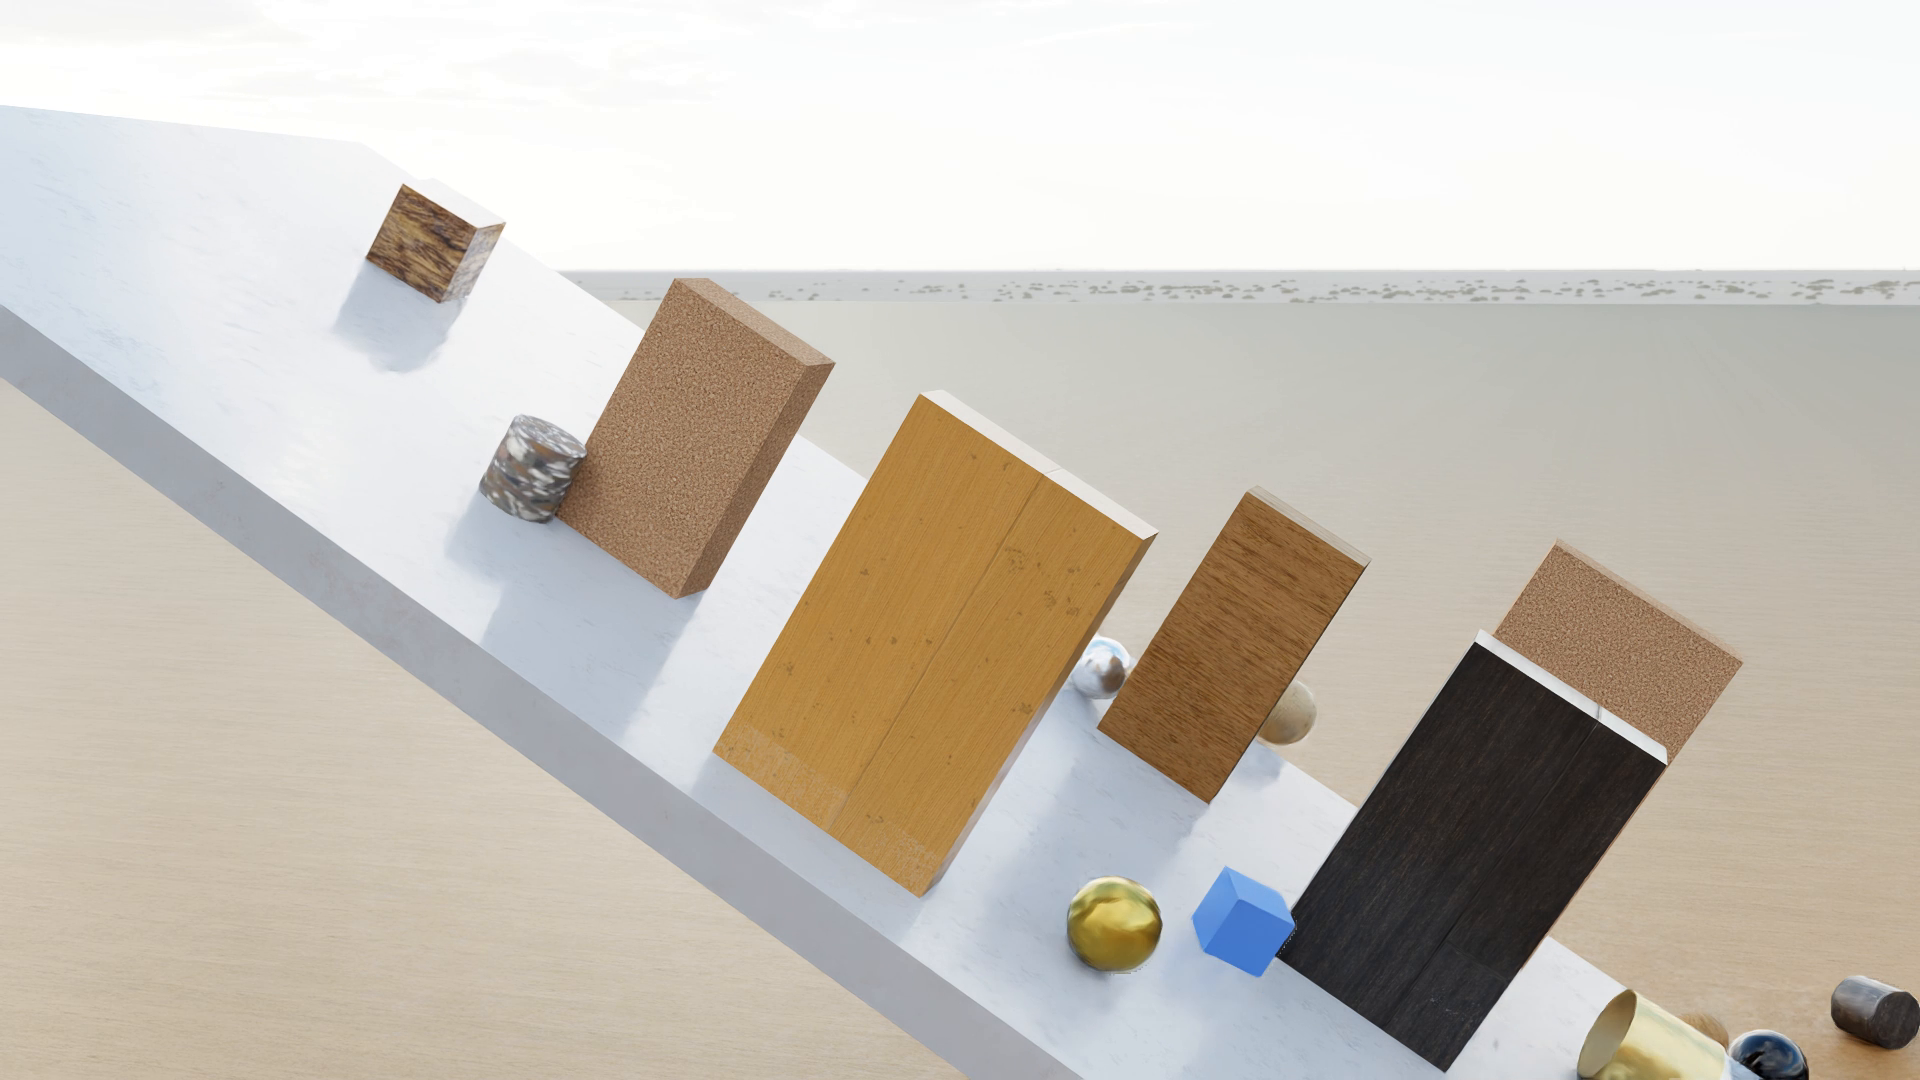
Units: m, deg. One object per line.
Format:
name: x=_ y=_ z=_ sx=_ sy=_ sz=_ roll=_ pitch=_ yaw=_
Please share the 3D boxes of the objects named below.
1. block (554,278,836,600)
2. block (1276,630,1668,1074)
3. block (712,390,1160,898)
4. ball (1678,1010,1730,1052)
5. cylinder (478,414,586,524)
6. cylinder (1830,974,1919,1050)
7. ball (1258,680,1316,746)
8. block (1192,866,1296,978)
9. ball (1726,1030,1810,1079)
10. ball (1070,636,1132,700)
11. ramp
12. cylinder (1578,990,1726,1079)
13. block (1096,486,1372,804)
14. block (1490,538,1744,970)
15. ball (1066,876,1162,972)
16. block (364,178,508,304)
block: x=-0.468 y=-0.179 z=3.834 sx=0.280 sy=0.476 sz=0.141 roll=34 pitch=15 yaw=11
block: x=0.860 y=0.531 z=3.763 sx=0.364 sy=0.654 sz=0.135 roll=34 pitch=15 yaw=11
block: x=-0.043 y=0.153 z=3.257 sx=0.386 sy=0.639 sz=0.109 roll=34 pitch=15 yaw=11
ball: x=1.722 y=1.166 z=5.126 sx=0.136 sy=0.136 sz=0.136 roll=0 pitch=7 yaw=0
cylinder: x=-0.737 y=-0.122 z=3.790 sx=0.137 sy=0.137 sz=0.137 roll=29 pitch=15 yaw=-8
cylinder: x=2.208 y=1.138 z=5.305 sx=0.144 sy=0.144 sz=0.144 roll=-2 pitch=5 yaw=-19
ball: x=0.735 y=0.390 z=5.021 sx=0.157 sy=0.157 sz=0.157 roll=0 pitch=7 yaw=0
block: x=0.476 y=0.644 z=3.708 sx=0.112 sy=0.112 sz=0.112 roll=27 pitch=15 yaw=-14
ball: x=1.758 y=1.159 z=4.799 sx=0.178 sy=0.178 sz=0.178 roll=0 pitch=7 yaw=0
ball: x=0.290 y=0.265 z=4.544 sx=0.131 sy=0.131 sz=0.131 roll=0 pitch=7 yaw=0
ramp: x=-0.161 y=0.266 z=4.116 sx=4.000 sy=0.100 sz=2.000 roll=34 pitch=15 yaw=11
cylinder: x=1.282 y=0.966 z=4.080 sx=0.189 sy=0.189 sz=0.189 roll=32 pitch=9 yaw=2
block: x=0.542 y=0.207 z=4.368 sx=0.269 sy=0.569 sz=0.130 roll=34 pitch=15 yaw=11
block: x=1.180 y=0.435 z=4.477 sx=0.423 sy=0.768 sz=0.126 roll=34 pitch=15 yaw=11
ball: x=0.235 y=0.586 z=3.357 sx=0.146 sy=0.146 sz=0.146 roll=0 pitch=7 yaw=0
block: x=-1.107 y=-0.635 z=4.655 sx=0.182 sy=0.182 sz=0.182 roll=31 pitch=15 yaw=1
